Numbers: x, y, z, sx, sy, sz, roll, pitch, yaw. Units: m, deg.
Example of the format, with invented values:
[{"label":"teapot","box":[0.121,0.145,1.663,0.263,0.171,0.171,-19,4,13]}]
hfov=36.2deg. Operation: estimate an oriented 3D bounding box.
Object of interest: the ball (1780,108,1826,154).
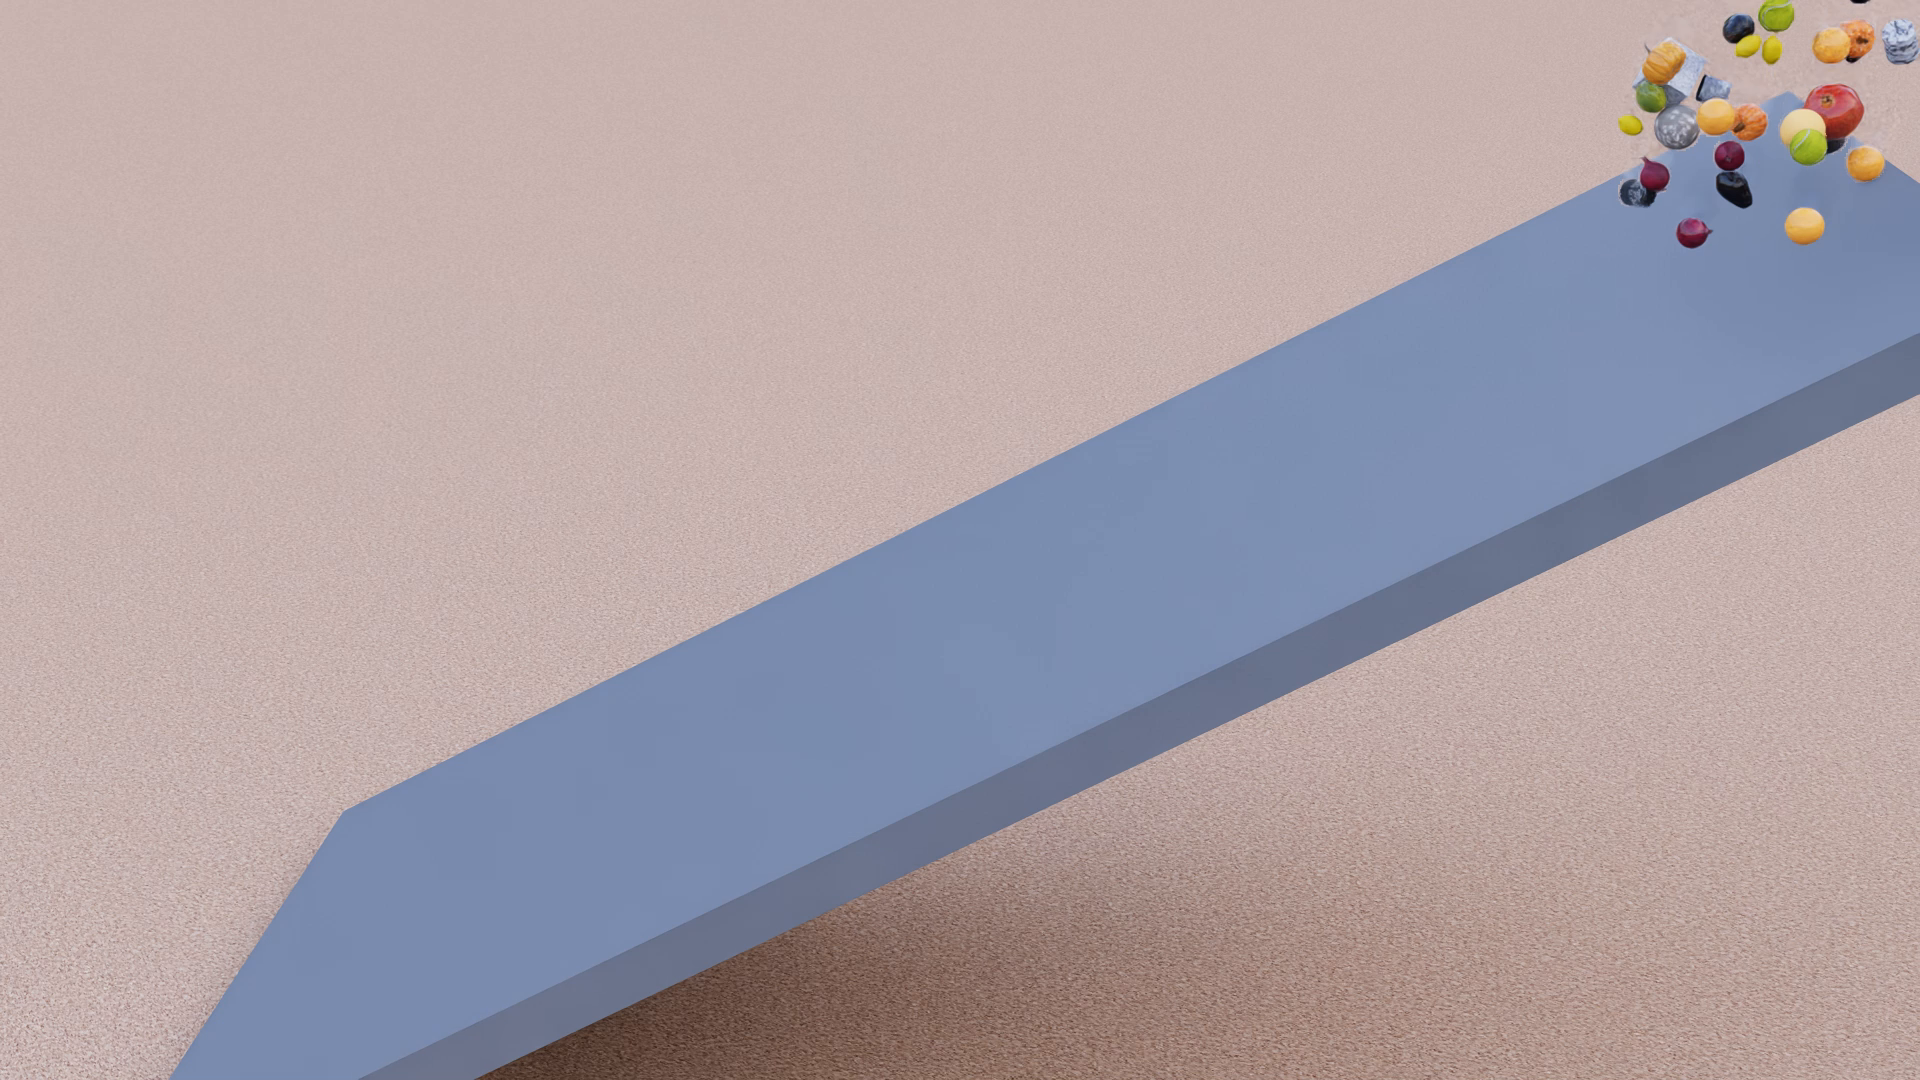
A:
[{"label":"ball","box":[1.635,-0.793,5.704,0.086,0.086,0.086,0,17,0]}]

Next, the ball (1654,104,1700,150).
[{"label":"ball","box":[1.464,-0.844,6.006,0.092,0.092,0.092,0,17,0]}]

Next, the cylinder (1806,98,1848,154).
[{"label":"cylinder","box":[1.736,-0.831,5.902,0.087,0.087,0.087,6,-12,18]}]

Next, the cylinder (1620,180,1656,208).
[{"label":"cylinder","box":[1.400,-0.716,6.075,0.053,0.053,0.053,-1,13,-46]}]

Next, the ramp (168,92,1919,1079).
[{"label":"ramp","box":[0.141,0.167,6.281,4.000,0.100,2.000,-26,14,11]}]

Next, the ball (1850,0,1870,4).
[{"label":"ball","box":[1.808,-1.103,5.905,0.054,0.054,0.054,0,17,0]}]

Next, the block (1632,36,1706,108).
[{"label":"block","box":[1.453,-0.955,6.027,0.093,0.093,0.093,31,-15,-5]}]

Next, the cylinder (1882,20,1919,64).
[{"label":"cylinder","box":[1.833,-0.970,5.730,0.062,0.062,0.062,-14,52,19]}]
